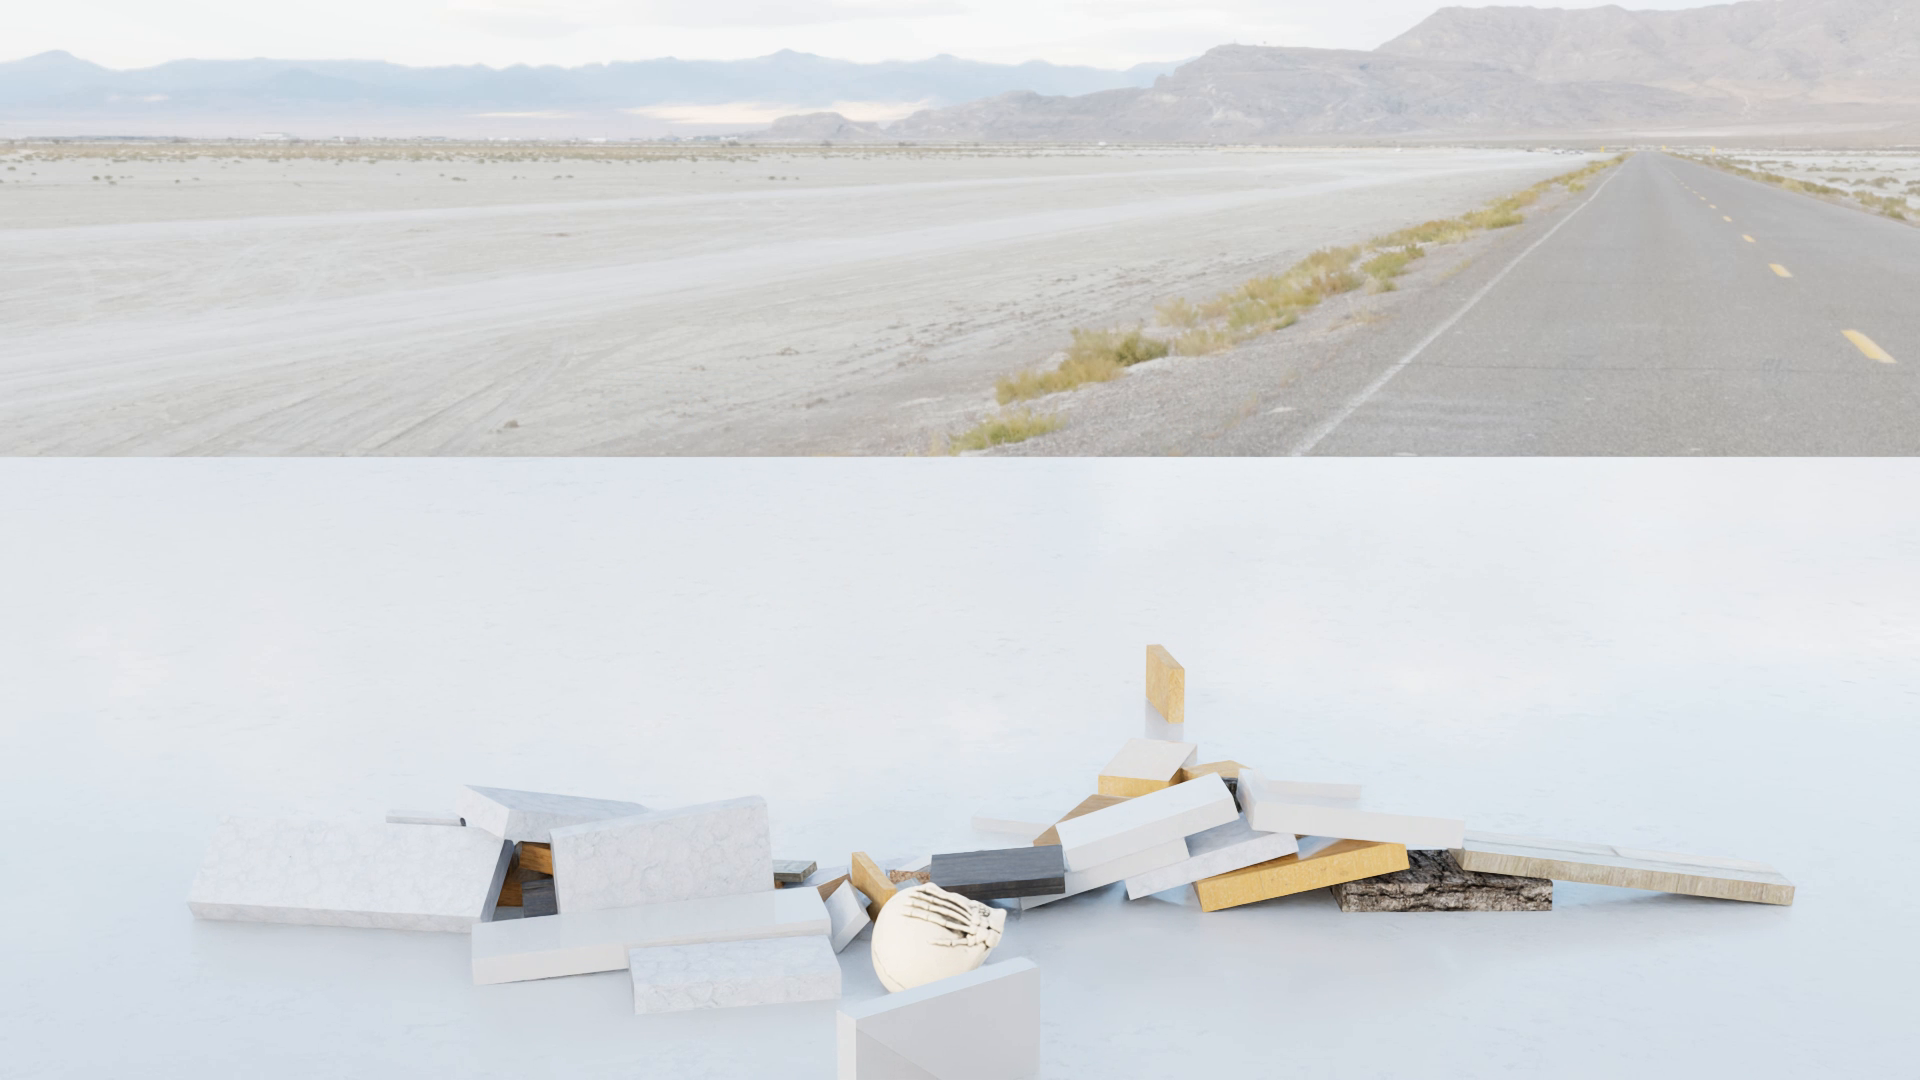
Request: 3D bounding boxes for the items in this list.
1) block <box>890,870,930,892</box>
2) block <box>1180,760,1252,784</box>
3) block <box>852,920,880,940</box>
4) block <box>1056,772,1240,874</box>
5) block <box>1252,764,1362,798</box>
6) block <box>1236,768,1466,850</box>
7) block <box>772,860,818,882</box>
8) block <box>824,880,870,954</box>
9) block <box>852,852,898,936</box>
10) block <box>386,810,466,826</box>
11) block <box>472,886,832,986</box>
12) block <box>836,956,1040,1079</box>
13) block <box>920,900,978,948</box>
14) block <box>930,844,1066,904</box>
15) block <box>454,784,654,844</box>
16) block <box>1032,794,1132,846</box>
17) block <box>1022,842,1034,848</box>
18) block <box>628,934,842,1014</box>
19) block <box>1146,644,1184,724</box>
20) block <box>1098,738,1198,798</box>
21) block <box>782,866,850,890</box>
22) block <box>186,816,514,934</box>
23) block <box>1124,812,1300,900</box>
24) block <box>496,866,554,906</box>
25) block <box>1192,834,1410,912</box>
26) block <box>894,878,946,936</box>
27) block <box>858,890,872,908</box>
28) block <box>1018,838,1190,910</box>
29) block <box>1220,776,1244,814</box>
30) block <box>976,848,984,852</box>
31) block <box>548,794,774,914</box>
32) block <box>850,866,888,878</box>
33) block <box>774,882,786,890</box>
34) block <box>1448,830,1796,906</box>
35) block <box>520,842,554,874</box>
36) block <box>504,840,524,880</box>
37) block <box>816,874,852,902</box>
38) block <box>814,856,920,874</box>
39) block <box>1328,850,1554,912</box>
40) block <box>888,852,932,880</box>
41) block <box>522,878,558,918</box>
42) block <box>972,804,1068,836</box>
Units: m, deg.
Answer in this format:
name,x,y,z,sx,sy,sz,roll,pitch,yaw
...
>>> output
name,x,y,z,sx,sy,sz,roll,pitch,yaw
block,-0.065,0.574,3.619,0.106,0.053,0.015,2,-31,10
block,0.537,0.474,4.204,0.118,0.034,0.237,-6,12,-27
block,-0.152,0.613,3.507,0.051,0.015,0.103,2,11,10
block,0.307,0.465,3.632,0.286,0.041,0.143,-18,11,0
block,0.572,0.397,3.625,0.161,0.023,0.081,4,12,-10
block,0.640,0.442,3.625,0.343,0.049,0.171,6,12,-3
block,-0.299,0.551,3.668,0.110,0.016,0.055,-2,13,26
block,-0.186,0.593,3.466,0.021,0.075,0.149,44,-1,-16
block,-0.138,0.564,3.522,0.021,0.075,0.192,-3,11,-18
block,-0.878,0.480,3.627,0.131,0.066,0.019,2,26,11
block,-0.477,0.609,3.396,0.539,0.043,0.150,-5,11,-12
block,-0.025,0.658,2.889,0.301,0.150,0.043,-8,13,-37
block,-0.017,0.605,3.492,0.072,0.020,0.143,1,17,8
block,0.061,0.542,3.566,0.215,0.030,0.108,-5,21,3
block,-0.641,0.464,3.641,0.342,0.048,0.171,13,0,-40
block,0.242,0.525,3.914,0.137,0.039,0.339,5,11,23
block,0.062,0.552,3.664,0.143,0.020,0.072,-24,10,3
block,-0.336,0.643,3.265,0.301,0.043,0.150,-2,11,-12
block,0.450,0.314,4.832,0.034,0.118,0.237,-1,11,-7
block,0.372,0.449,4.323,0.137,0.039,0.274,3,11,17
block,-0.239,0.571,3.661,0.110,0.016,0.055,-13,11,0
block,-0.984,0.540,3.558,0.492,0.048,0.171,2,46,8
block,0.411,0.514,3.653,0.286,0.041,0.143,-17,11,5
block,-0.768,0.568,3.676,0.286,0.041,0.143,0,11,2
block,0.556,0.531,3.658,0.343,0.049,0.171,-12,11,0
block,-0.082,0.584,3.514,0.075,0.021,0.149,-18,15,-15
block,-0.175,0.584,3.534,0.047,0.013,0.094,-44,14,-12
block,0.231,0.529,3.651,0.286,0.041,0.143,-18,11,2
block,0.556,0.490,3.831,0.274,0.137,0.039,2,11,11
block,-0.024,0.558,3.670,0.143,0.020,0.072,-18,11,1
block,-0.472,0.521,3.505,0.342,0.171,0.048,-8,12,-18
block,-0.174,0.571,3.668,0.106,0.015,0.053,-13,11,0
block,-0.345,0.570,3.684,0.110,0.016,0.055,-6,12,11
block,1.094,0.542,3.655,0.550,0.034,0.118,7,10,-2
block,-0.577,0.537,3.676,0.286,0.041,0.143,13,11,1
block,-0.883,0.527,3.674,0.286,0.041,0.143,1,11,8
block,-0.209,0.580,3.591,0.013,0.047,0.094,-16,-1,37
block,-0.158,0.566,3.756,0.204,0.015,0.051,-5,11,-23
block,0.792,0.566,3.663,0.343,0.049,0.171,0,11,-1
block,-0.090,0.559,3.671,0.106,0.015,0.053,-26,11,1
block,-0.540,0.570,3.567,0.333,0.066,0.019,-5,-30,-11
block,0.110,0.513,4.023,0.161,0.023,0.081,3,11,17
